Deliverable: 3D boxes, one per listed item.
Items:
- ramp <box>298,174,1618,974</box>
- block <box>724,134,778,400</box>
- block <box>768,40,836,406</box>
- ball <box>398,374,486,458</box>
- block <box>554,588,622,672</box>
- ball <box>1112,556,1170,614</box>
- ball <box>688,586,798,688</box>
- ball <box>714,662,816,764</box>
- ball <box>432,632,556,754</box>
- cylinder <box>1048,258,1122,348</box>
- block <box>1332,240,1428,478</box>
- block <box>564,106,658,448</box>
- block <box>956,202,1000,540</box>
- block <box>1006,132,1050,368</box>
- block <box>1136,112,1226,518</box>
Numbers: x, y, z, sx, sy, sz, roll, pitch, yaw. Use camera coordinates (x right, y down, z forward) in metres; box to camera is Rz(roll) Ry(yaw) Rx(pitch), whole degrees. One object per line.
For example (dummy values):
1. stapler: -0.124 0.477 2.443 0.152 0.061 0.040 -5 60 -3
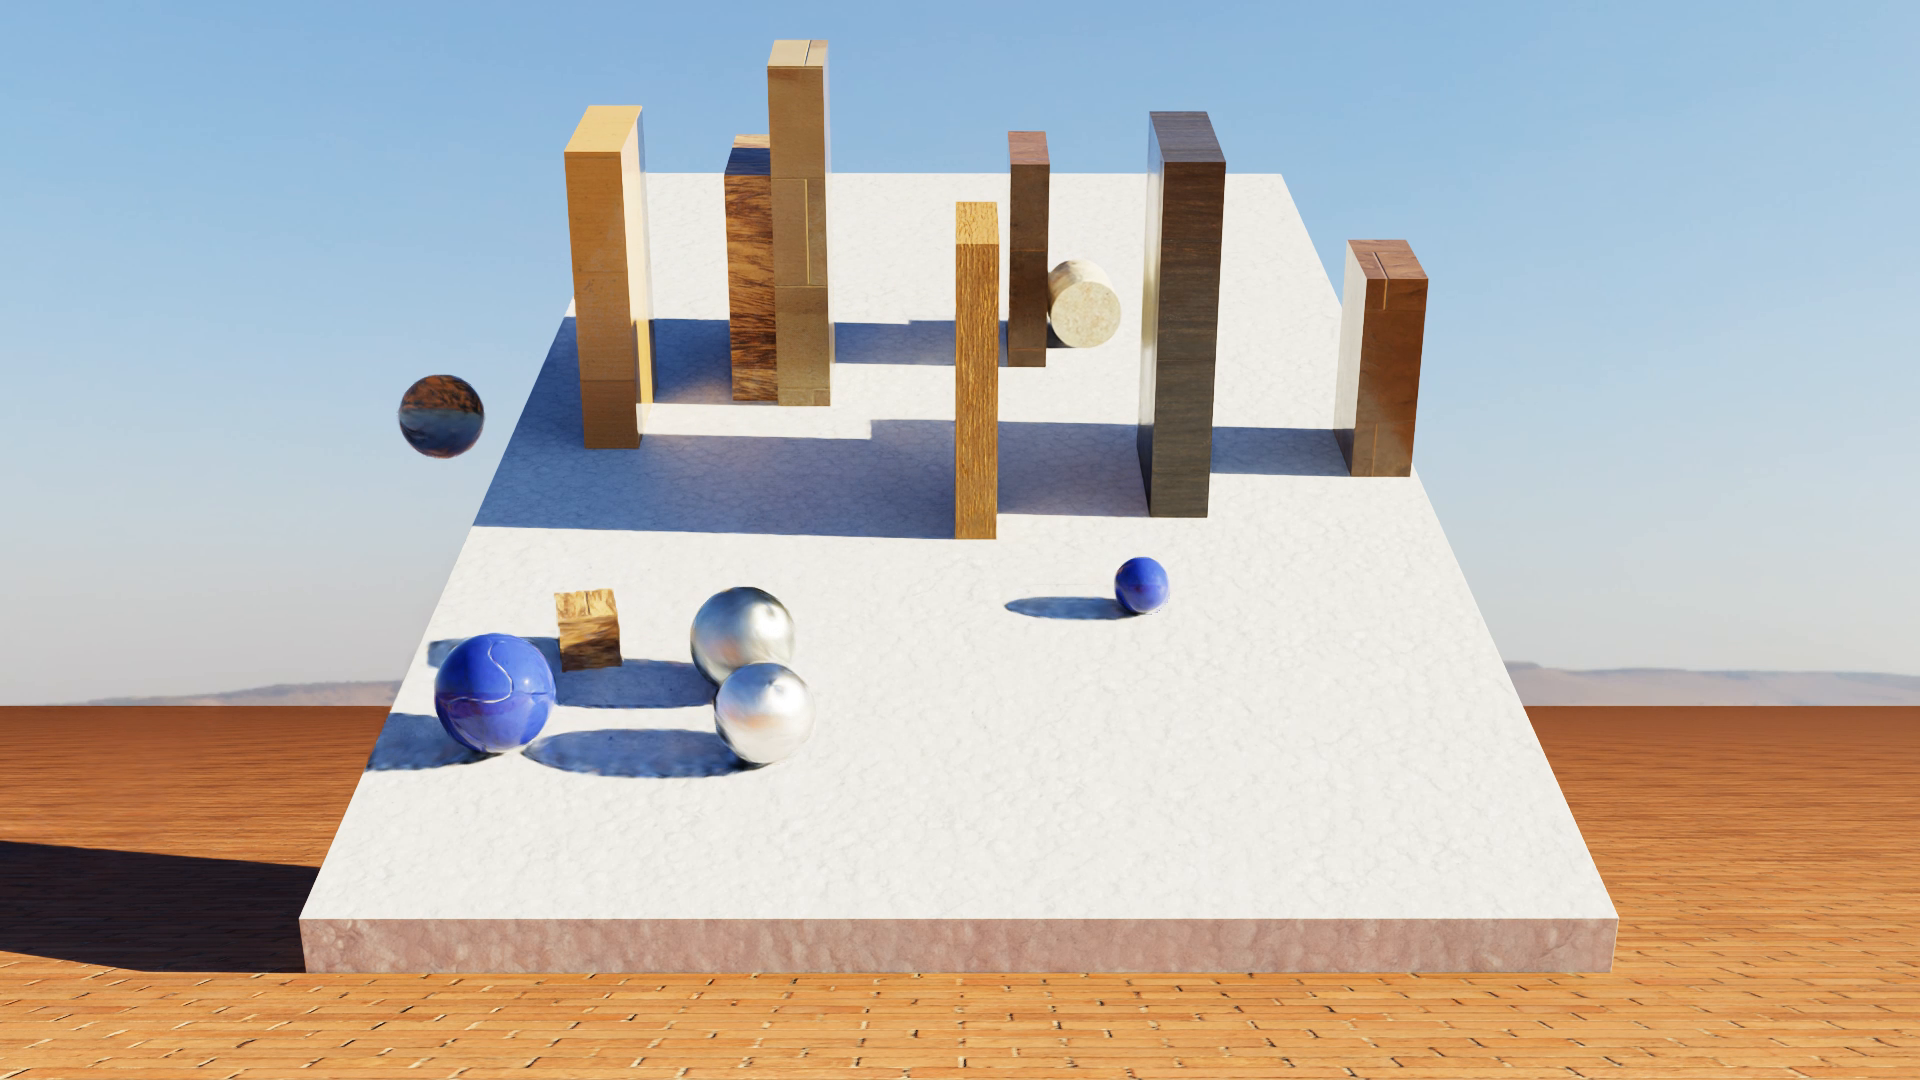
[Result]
1. ramp: -0.009 -0.229 5.381 2.000 0.100 4.000 0 25 0
2. block: -0.469 -0.642 5.505 0.122 0.542 0.342 0 25 0
3. block: -0.360 -0.723 5.377 0.121 0.797 0.249 0 25 0
4. ball: -1.206 -0.288 5.453 0.198 0.198 0.198 0 -4 0
5. block: -0.682 0.164 4.293 0.107 0.107 0.107 -5 26 -12
6. ball: 0.346 0.085 4.465 0.108 0.108 0.108 0 -4 0
7. ball: -0.386 0.178 4.166 0.192 0.192 0.192 0 -4 0
8. ball: -0.329 0.291 3.947 0.173 0.173 0.173 0 -4 0
9. ball: -0.789 0.259 3.974 0.205 0.205 0.205 0 -4 0
10. cylinder: 0.302 -0.589 5.828 0.175 0.175 0.175 0 25 -6
11. block: 0.911 -0.396 5.094 0.129 0.451 0.266 0 25 0
12. block: -0.773 -0.589 5.230 0.119 0.676 0.377 0 25 0
13. block: 0.033 -0.344 4.768 0.084 0.629 0.280 0 25 0
14. block: 0.162 -0.707 5.690 0.092 0.505 0.290 0 25 0
15. block: 0.455 -0.471 4.886 0.120 0.761 0.382 0 25 0
